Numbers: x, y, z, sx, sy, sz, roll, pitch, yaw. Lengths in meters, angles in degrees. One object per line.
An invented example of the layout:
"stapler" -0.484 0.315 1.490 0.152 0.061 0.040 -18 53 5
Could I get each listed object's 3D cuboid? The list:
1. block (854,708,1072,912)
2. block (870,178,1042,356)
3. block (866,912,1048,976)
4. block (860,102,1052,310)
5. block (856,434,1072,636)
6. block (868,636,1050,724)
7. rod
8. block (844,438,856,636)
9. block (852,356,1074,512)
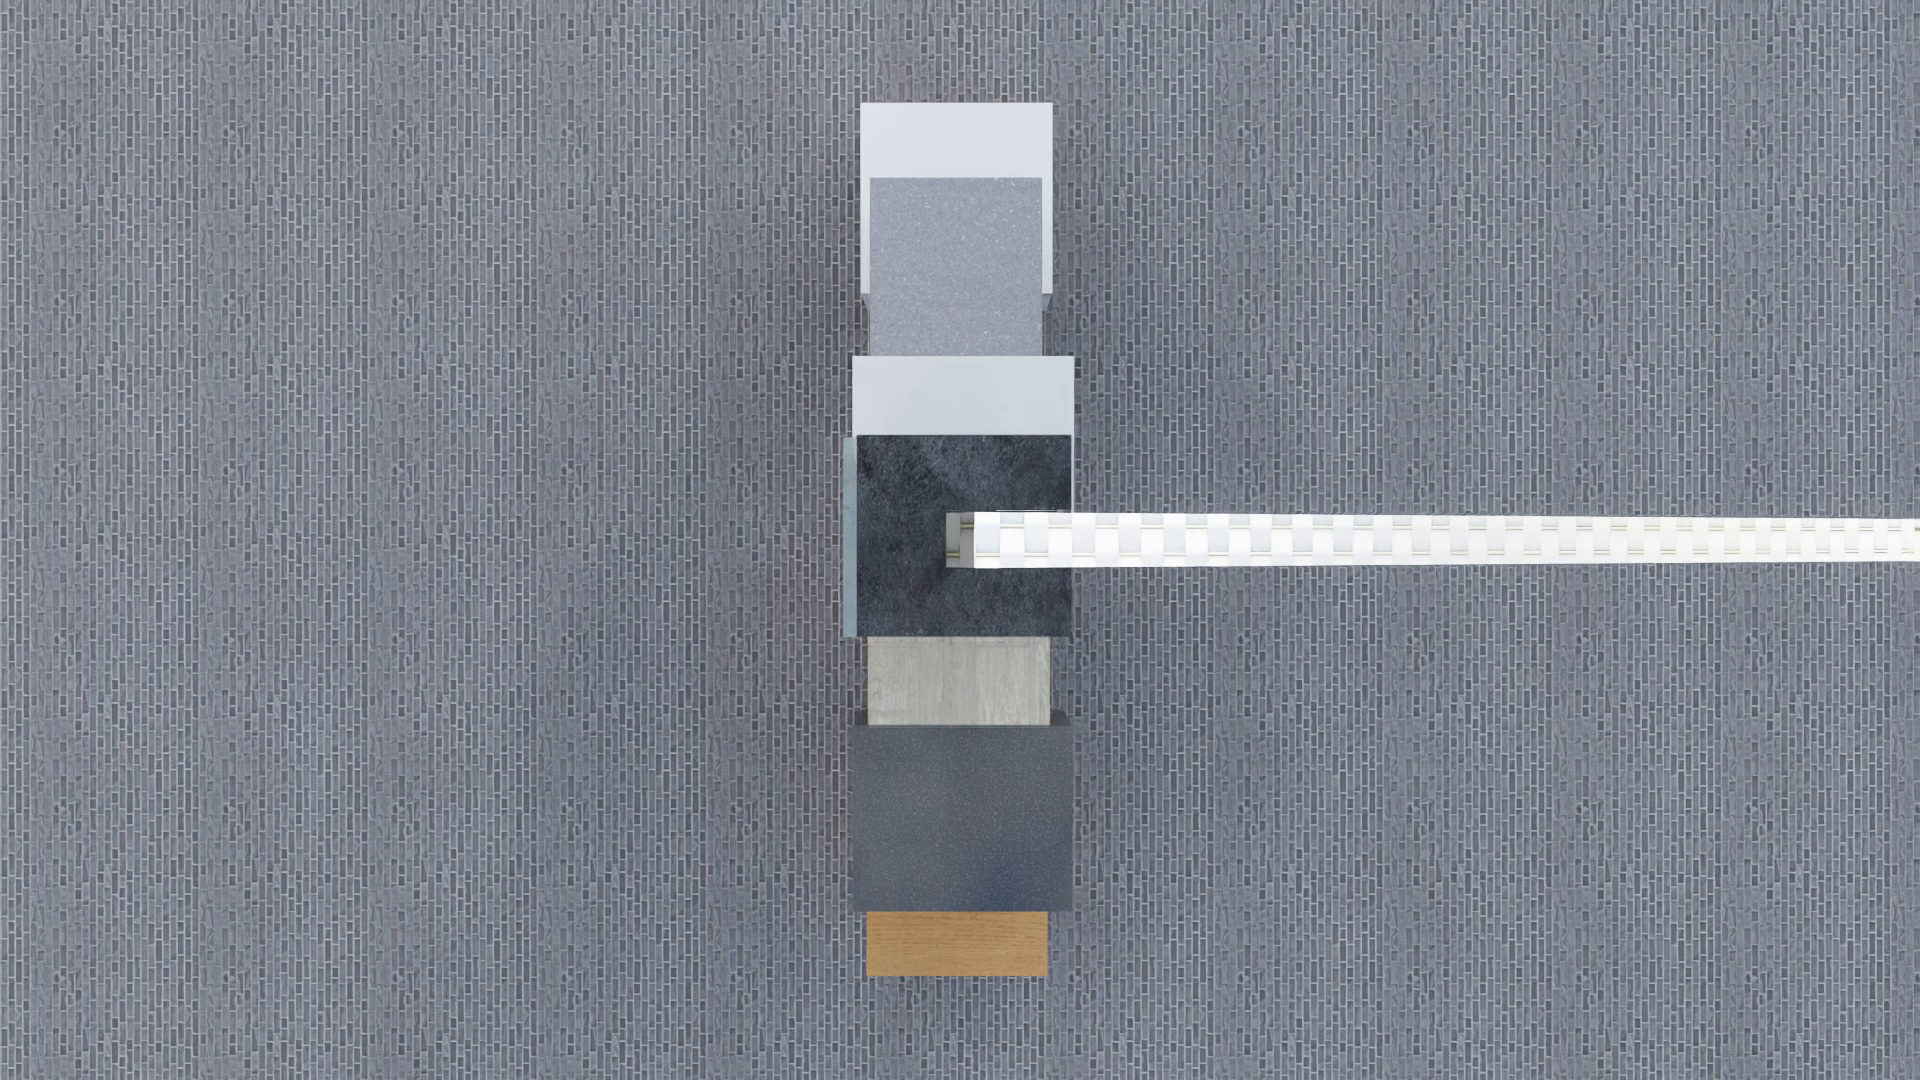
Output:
"block" 0.014 1.374 11.366 1.082 1.001 0.918 0 90 0
"block" -0.020 -1.341 11.585 0.870 1.002 0.974 0 90 0
"block" -0.016 1.873 12.558 0.997 0.883 1.059 0 90 0
"block" -0.019 -1.879 12.543 1.054 0.914 1.047 0 90 0
"block" 0.012 -0.013 6.939 0.652 0.541 0.613 0 90 0
"block" -0.005 0.462 10.529 0.830 0.886 0.771 0 90 0
"rod" 2.234 0.000 4.531 5.200 0.080 0.080 0 90 -31
"block" -0.016 -0.010 8.166 0.793 0.768 0.704 0 90 0
"block" 0.015 -0.391 10.644 1.023 0.960 0.920 0 90 0
